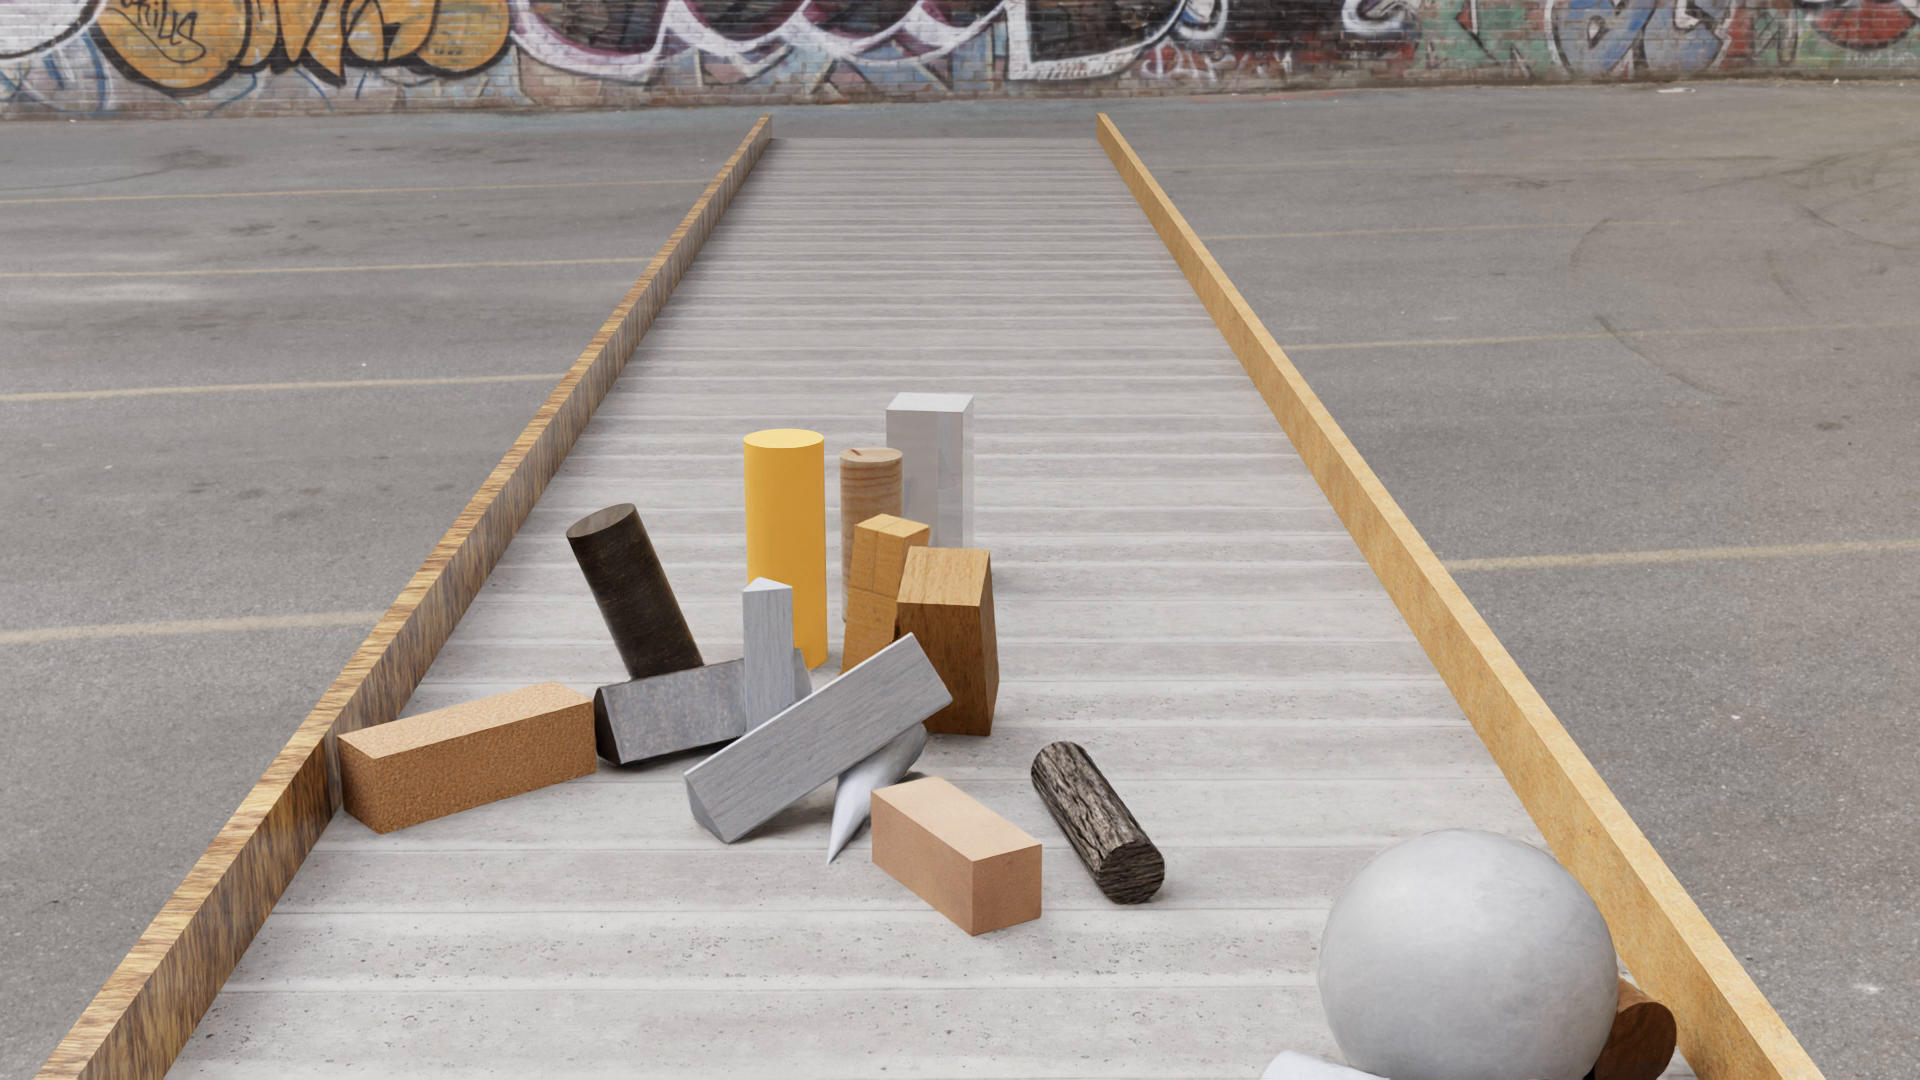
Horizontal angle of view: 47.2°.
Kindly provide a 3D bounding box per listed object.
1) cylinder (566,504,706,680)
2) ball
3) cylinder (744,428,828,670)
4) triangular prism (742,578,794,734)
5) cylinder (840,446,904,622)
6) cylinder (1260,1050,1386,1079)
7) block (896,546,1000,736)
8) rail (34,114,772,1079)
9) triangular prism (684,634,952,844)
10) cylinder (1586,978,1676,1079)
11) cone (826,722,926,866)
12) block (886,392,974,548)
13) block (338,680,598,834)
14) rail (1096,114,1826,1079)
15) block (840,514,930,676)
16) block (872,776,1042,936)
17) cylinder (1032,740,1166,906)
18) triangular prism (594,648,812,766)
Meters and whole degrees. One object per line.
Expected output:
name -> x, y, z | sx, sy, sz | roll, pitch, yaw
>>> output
cylinder -> -0.598, 0.127, 4.106 | 0.138, 0.371, 0.138 | -19, 19, 7
ball -> 0.633, 0.545, 2.750 | 0.367, 0.367, 0.367 | 0, 17, 0
cylinder -> -0.344, 0.020, 4.360 | 0.157, 0.456, 0.157 | 0, 17, 0
triangular prism -> -0.347, 0.225, 3.924 | 0.088, 0.311, 0.076 | -5, 17, -15
cylinder -> -0.185, -0.006, 4.620 | 0.131, 0.358, 0.131 | 0, 17, 0
cylinder -> 0.511, 0.716, 2.507 | 0.338, 0.179, 0.179 | 10, 19, 31
block -> -0.018, 0.185, 3.973 | 0.145, 0.330, 0.145 | 2, 42, 8
rail -> -1.118, -0.838, 7.780 | 0.050, 0.150, 12.000 | 0, 17, -1
triangular prism -> -0.246, 0.317, 3.667 | 0.457, 0.116, 0.134 | -31, 29, -21
cylinder -> 0.804, 0.611, 2.941 | 0.132, 0.132, 0.300 | -7, 18, -22
cone -> -0.171, 0.427, 3.664 | 0.146, 0.146, 0.411 | 3, 27, 11
block -> -0.065, -0.112, 4.903 | 0.169, 0.400, 0.169 | 2, 17, 8
block -> -0.837, 0.367, 3.759 | 0.412, 0.134, 0.134 | -14, 21, -38
rail -> 0.932, -0.844, 7.801 | 0.050, 0.150, 12.000 | 0, 17, -1
block -> -0.141, 0.149, 4.060 | 0.102, 0.368, 0.102 | 14, 19, 25
block -> -0.009, 0.482, 3.391 | 0.122, 0.122, 0.307 | -10, 19, -30
cylinder -> 0.217, 0.448, 3.536 | 0.105, 0.105, 0.418 | -4, 17, -12
triangular prism -> -0.467, 0.288, 3.987 | 0.433, 0.123, 0.142 | -10, 19, -40
